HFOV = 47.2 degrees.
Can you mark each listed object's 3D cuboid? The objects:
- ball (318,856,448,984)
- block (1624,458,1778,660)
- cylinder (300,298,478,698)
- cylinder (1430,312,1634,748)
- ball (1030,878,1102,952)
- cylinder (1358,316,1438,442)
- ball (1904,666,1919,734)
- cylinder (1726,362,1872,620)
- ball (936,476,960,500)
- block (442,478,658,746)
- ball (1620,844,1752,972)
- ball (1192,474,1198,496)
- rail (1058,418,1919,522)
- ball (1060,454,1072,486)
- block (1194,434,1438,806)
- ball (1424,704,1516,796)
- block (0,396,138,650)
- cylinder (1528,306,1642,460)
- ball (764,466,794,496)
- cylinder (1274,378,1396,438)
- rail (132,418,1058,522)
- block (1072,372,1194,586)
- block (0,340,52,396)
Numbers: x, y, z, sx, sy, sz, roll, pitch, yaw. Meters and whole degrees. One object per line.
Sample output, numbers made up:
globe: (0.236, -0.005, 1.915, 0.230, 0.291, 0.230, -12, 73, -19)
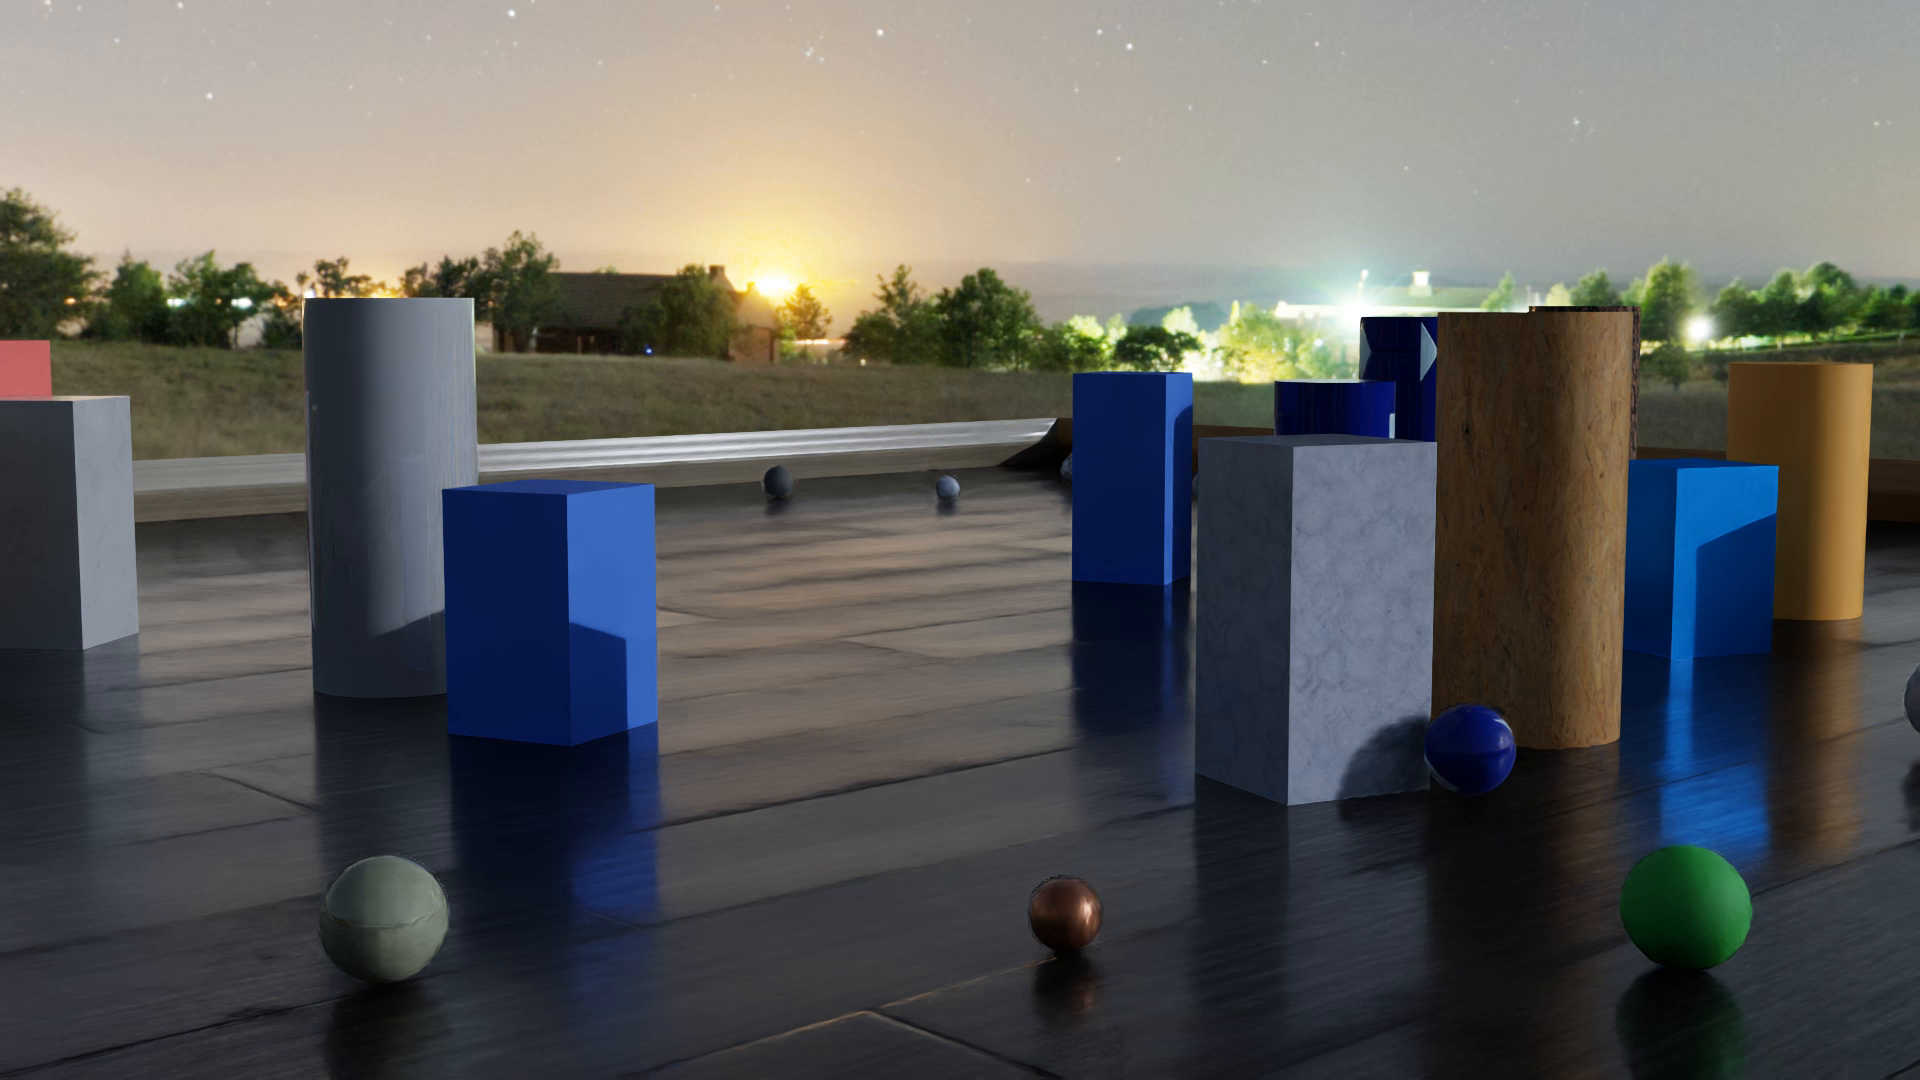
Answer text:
ball: (-0.383, 0.252, 1.462, 0.084, 0.084, 0.084, 0, 6, 0)
block: (0.958, 0.020, 2.907, 0.158, 0.245, 0.158, -2, 6, -20)
cylinder: (-0.673, -0.056, 2.612, 0.198, 0.459, 0.198, 0, 6, 0)
cylinder: (0.600, -0.018, 2.318, 0.198, 0.443, 0.198, 0, 6, 0)
ball: (0.074, 0.261, 1.532, 0.051, 0.051, 0.051, 0, 6, 0)
cylinder: (0.891, -0.227, 4.370, 0.198, 0.433, 0.198, 0, 6, 0)
ball: (1.014, 0.164, 2.236, 0.099, 0.099, 0.099, 0, 6, 0)
cylinder: (1.236, -0.077, 3.252, 0.198, 0.367, 0.198, 0, 6, 0)
ball: (-0.029, -0.122, 5.175, 0.057, 0.057, 0.057, 0, 6, 0)
block: (-0.435, 0.072, 2.346, 0.158, 0.259, 0.158, 3, 7, 26)
ball: (0.491, 0.249, 1.489, 0.085, 0.085, 0.085, 0, 6, 0)
ball: (0.581, -0.129, 5.173, 0.072, 0.072, 0.072, 0, 6, 0)
rail: (1.720, -0.131, 4.910, 0.045, 0.129, 4.277, -5, 8, -42)
ball: (0.299, -0.176, 5.544, 0.089, 0.089, 0.089, 0, 6, 0)
block: (0.333, 0.067, 2.073, 0.158, 0.324, 0.158, -3, 7, -26)
ball: (0.468, 0.193, 2.020, 0.083, 0.083, 0.083, 0, 6, 0)
block: (-1.226, -0.027, 2.964, 0.158, 0.328, 0.158, 1, 6, 5)
cylinder: (1.130, -0.198, 4.002, 0.198, 0.453, 0.198, 0, 6, 0)
ball: (-0.436, -0.141, 5.283, 0.073, 0.073, 0.073, 0, 6, 0)
cylinder: (0.619, -0.099, 3.648, 0.198, 0.329, 0.198, 0, 6, 0)
rail: (-1.434, -0.128, 4.877, 4.727, 0.129, 0.045, -5, 8, -42)
block: (0.288, -0.107, 3.663, 0.158, 0.342, 0.158, 2, 6, 22)
block: (-1.693, -0.150, 3.828, 0.158, 0.393, 0.158, 5, 8, 39)
